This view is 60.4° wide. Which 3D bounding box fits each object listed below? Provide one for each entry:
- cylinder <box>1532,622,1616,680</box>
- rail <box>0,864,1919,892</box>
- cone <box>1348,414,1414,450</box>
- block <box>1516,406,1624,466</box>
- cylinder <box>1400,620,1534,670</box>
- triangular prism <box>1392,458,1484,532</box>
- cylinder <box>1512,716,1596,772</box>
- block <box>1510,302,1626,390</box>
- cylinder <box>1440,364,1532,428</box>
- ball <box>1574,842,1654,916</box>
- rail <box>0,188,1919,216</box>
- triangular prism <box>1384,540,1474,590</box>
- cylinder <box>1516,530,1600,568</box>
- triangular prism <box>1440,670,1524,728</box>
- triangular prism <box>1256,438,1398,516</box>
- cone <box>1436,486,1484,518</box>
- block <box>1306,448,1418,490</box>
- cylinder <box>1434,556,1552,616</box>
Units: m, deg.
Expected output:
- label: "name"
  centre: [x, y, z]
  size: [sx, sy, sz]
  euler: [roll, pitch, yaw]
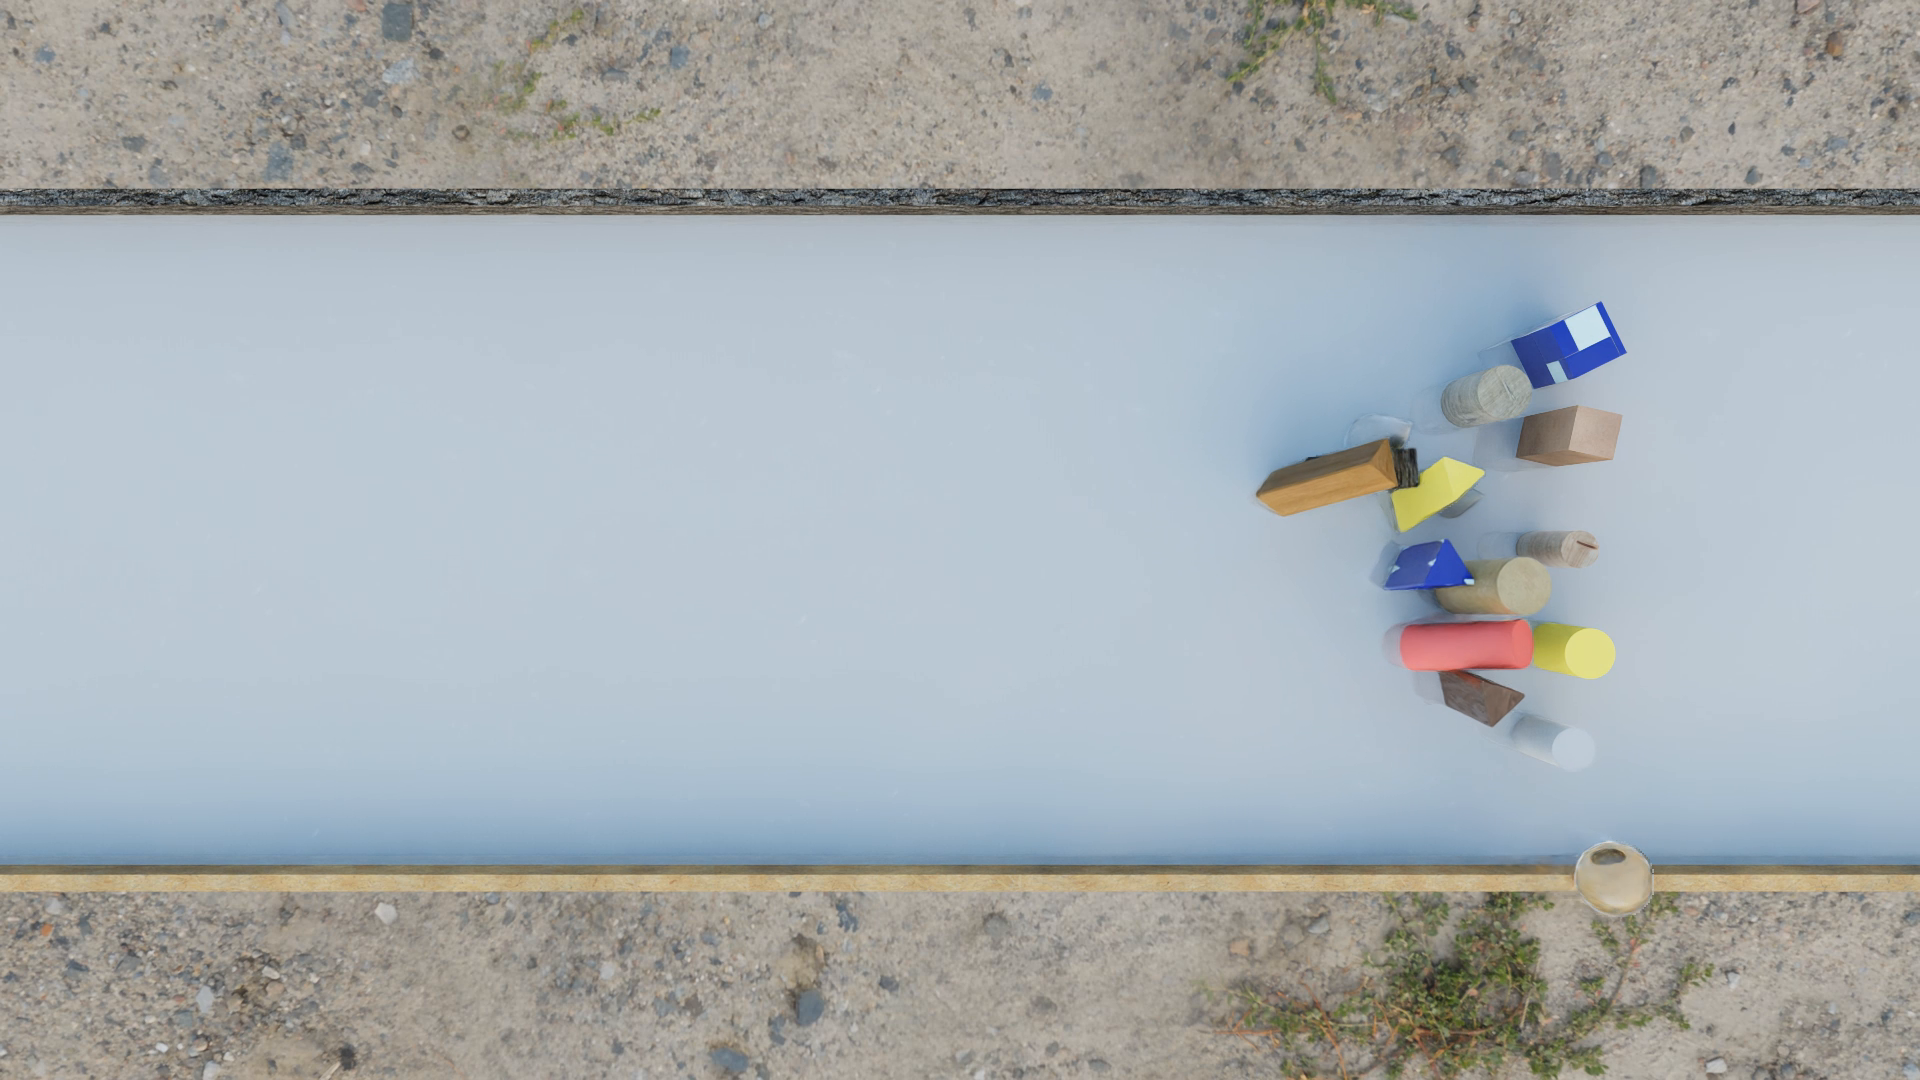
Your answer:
- label: "cylinder"
  centre: [1.818, 0.328, 4.917]
  size: [0.147, 0.319, 0.147]
  euler: [0, 90, 0]
- label: "rail"
  centre: [-2.247, 1.025, 5.001]
  size: [12.000, 0.150, 0.050]
  euler: [0, 90, 0]
- label: "cone"
  centre: [1.289, -0.320, 4.900]
  size: [0.173, 0.332, 0.173]
  euler: [1, 84, -5]
- label: "block"
  centre: [1.786, -0.303, 4.855]
  size: [0.129, 0.442, 0.129]
  euler: [12, 90, 0]
- label: "cylinder"
  centre: [1.503, 0.314, 4.904]
  size: [0.354, 0.141, 0.141]
  euler: [-6, 90, 43]
- label: "triangular prism"
  centre: [1.386, -0.149, 4.875]
  size: [0.125, 0.396, 0.109]
  euler: [-40, 84, -14]
- label: "cylinder"
  centre: [1.762, 0.601, 4.906]
  size: [0.125, 0.340, 0.125]
  euler: [0, 90, 0]
- label: "block"
  centre: [1.806, -0.576, 4.909]
  size: [0.166, 0.335, 0.166]
  euler: [-26, 90, 0]
- label: "cylinder"
  centre: [1.557, -0.423, 4.895]
  size: [0.155, 0.363, 0.155]
  euler: [0, 90, 0]
- label: "ball"
  centre: [1.910, 0.990, 4.820]
  size: [0.214, 0.214, 0.214]
  euler: [0, 90, 0]
- label: "rail"
  centre: [-2.247, -1.025, 5.002]
  size: [12.000, 0.150, 0.050]
  euler: [0, 90, 0]
- label: "triangular prism"
  centre: [1.391, 0.073, 4.918]
  size: [0.149, 0.310, 0.129]
  euler: [-2, 86, -7]
- label: "cylinder"
  centre: [1.764, 0.027, 4.884]
  size: [0.109, 0.385, 0.109]
  euler: [0, 90, 0]
- label: "triangular prism"
  centre: [1.520, 0.436, 4.897]
  size: [0.134, 0.348, 0.116]
  euler: [-43, 96, 0]
- label: "triangular prism"
  centre: [1.074, -0.180, 4.882]
  size: [0.403, 0.123, 0.142]
  euler: [-17, 81, 44]
- label: "cone"
  centre: [1.506, -0.129, 4.904]
  size: [0.126, 0.345, 0.126]
  euler: [0, 90, 0]
- label: "block"
  centre: [1.199, -0.202, 4.928]
  size: [0.308, 0.114, 0.114]
  euler: [-4, 90, 45]
- label: "cylinder"
  centre: [1.563, 0.138, 4.860]
  size: [0.165, 0.413, 0.165]
  euler: [0, 88, -8]
